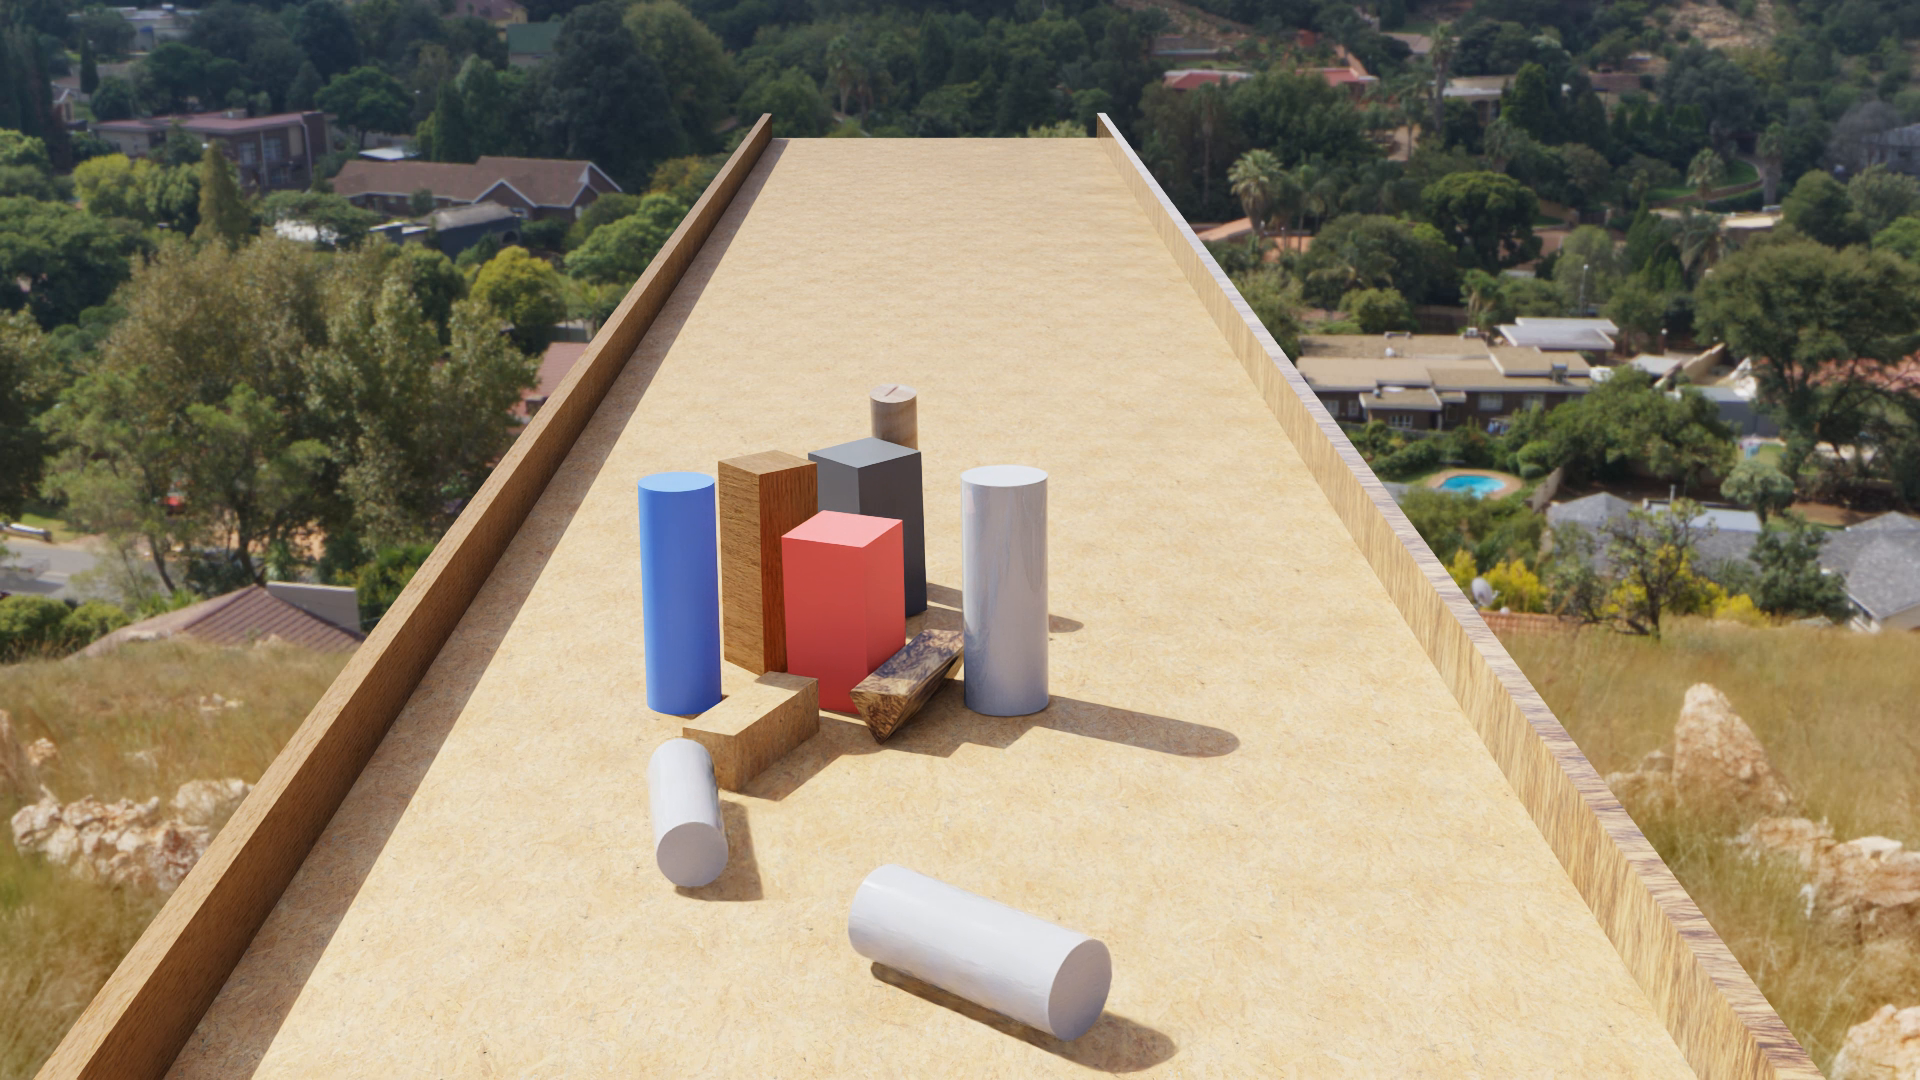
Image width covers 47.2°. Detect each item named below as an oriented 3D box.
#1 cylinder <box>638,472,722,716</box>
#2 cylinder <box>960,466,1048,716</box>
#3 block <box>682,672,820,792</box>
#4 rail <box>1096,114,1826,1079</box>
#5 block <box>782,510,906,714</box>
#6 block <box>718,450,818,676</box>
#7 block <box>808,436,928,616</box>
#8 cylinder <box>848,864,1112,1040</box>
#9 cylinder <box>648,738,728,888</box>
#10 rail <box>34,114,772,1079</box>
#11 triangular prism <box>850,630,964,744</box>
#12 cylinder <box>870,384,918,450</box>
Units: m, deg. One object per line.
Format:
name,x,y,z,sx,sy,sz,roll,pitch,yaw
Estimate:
cylinder,-0.525,0.100,4.129,0.142,0.434,0.142,0,17,0
cylinder,0.085,0.094,4.127,0.162,0.444,0.162,-1,16,0
block,-0.368,0.336,3.916,0.102,0.102,0.309,7,18,23
rail,0.932,-0.844,7.801,0.050,0.150,12.000,0,17,-1
block,-0.217,0.136,4.170,0.168,0.334,0.168,7,21,23
block,-0.376,0.045,4.350,0.138,0.413,0.138,-14,21,-38
block,-0.195,-0.017,4.655,0.169,0.352,0.169,-17,23,-38
cylinder,0.025,0.569,3.063,0.364,0.141,0.141,14,21,39
cylinder,-0.443,0.437,3.563,0.111,0.111,0.350,-3,17,-10
rail,-1.118,-0.838,7.780,0.050,0.150,12.000,0,17,-1
triangular prism,-0.069,0.253,4.121,0.097,0.111,0.371,-28,4,26
cylinder,-0.139,-0.112,4.792,0.101,0.452,0.101,-1,27,0
